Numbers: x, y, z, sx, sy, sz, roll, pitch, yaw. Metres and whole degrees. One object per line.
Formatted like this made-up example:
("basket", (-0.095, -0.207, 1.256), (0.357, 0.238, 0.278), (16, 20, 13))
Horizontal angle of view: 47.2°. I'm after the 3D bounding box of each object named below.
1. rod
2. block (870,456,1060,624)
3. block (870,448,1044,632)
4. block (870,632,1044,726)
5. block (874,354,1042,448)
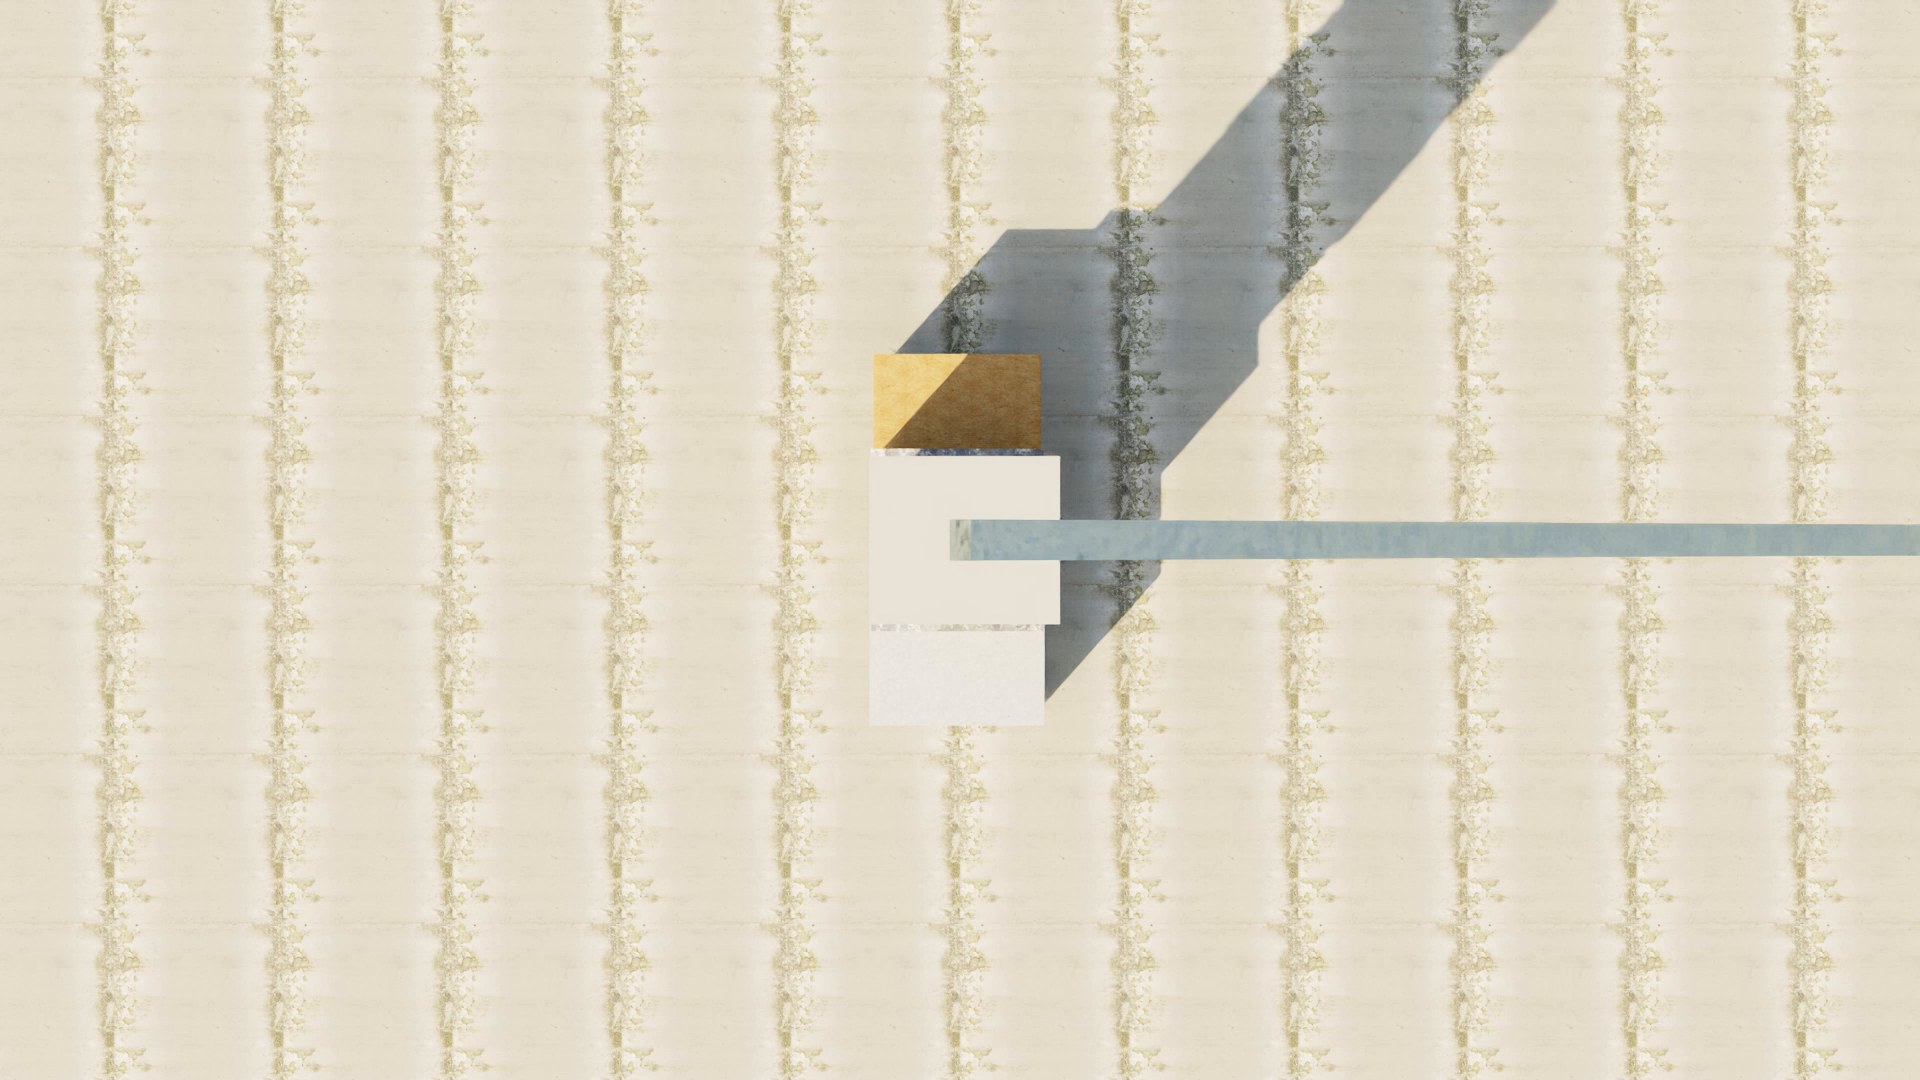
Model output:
("rod", (2.234, 0.000, 5.577), (5.200, 0.080, 0.080), (0, 90, -31))
("block", (0.018, 0.001, 8.704), (0.729, 0.585, 0.642), (0, 90, 0))
("block", (-0.014, 0.000, 11.539), (0.874, 0.833, 0.925), (0, 90, 0))
("block", (-0.016, 0.503, 12.490), (0.953, 1.020, 1.015), (0, 90, 0))
("block", (-0.013, -0.513, 12.478), (0.913, 1.044, 0.996), (0, 90, 0))
